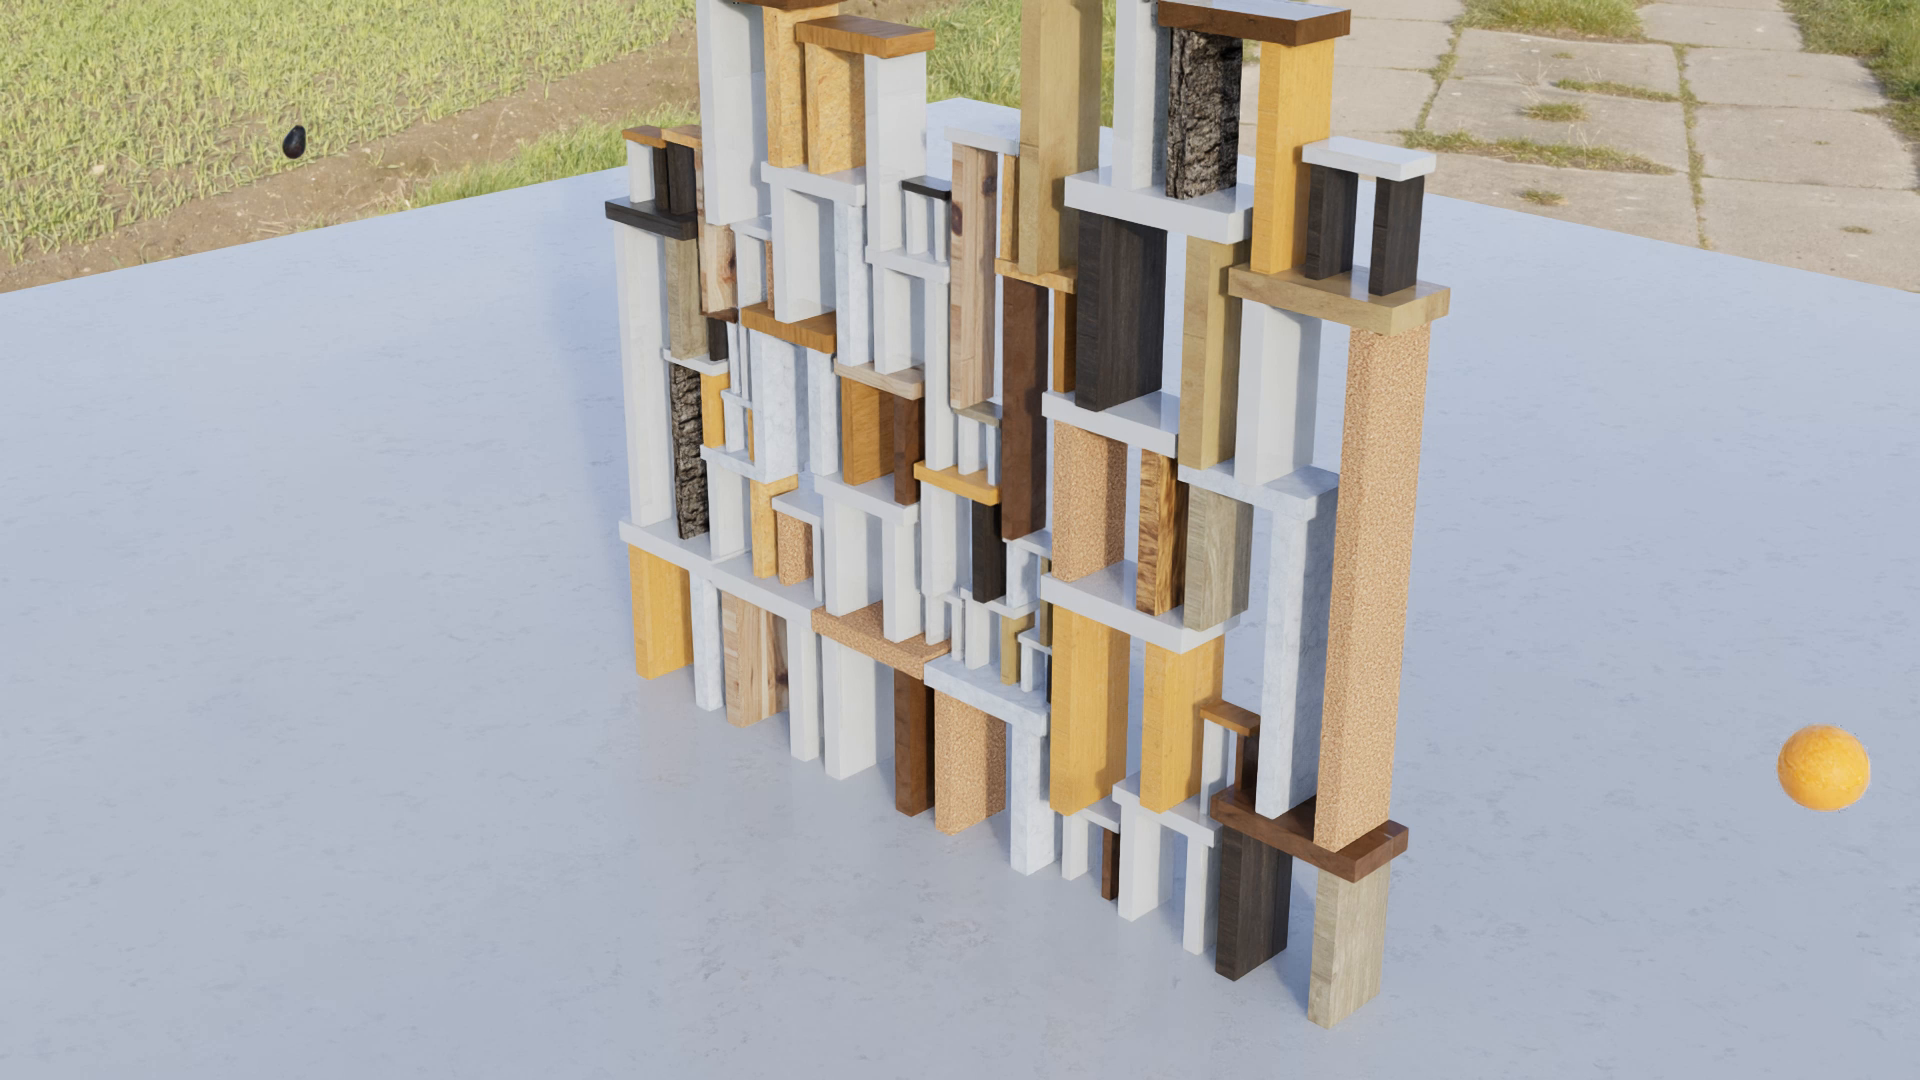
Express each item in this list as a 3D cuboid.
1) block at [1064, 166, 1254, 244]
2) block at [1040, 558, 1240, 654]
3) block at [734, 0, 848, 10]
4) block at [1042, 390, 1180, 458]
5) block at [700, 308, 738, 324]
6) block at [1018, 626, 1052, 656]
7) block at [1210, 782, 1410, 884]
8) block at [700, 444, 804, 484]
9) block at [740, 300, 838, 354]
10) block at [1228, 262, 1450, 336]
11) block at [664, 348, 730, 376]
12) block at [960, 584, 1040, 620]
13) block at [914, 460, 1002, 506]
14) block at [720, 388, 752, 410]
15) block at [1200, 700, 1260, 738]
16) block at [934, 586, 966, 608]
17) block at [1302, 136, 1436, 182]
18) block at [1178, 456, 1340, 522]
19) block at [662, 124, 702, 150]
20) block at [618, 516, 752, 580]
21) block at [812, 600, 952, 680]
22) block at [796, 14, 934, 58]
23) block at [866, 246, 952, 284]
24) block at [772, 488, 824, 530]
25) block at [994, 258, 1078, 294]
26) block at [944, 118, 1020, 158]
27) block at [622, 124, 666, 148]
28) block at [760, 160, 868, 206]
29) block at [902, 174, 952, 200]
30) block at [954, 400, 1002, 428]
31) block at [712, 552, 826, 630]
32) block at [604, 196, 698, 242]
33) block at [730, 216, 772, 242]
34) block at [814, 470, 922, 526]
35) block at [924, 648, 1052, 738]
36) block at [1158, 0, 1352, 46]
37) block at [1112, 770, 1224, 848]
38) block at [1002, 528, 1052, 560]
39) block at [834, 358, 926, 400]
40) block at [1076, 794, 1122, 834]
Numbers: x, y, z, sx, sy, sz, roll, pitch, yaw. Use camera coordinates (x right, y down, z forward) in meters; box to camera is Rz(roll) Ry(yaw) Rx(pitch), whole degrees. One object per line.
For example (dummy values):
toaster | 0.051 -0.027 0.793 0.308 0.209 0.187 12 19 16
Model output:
block | 0.357 -0.557 3.603 0.346 0.049 0.173 21 31 40
block | 0.320 0.107 3.923 0.328 0.046 0.164 21 31 40
block | -0.369 -1.053 4.176 0.149 0.042 0.299 -21 31 -41
block | 0.304 -0.218 3.806 0.301 0.043 0.150 21 31 40
block | -0.485 -0.469 4.547 0.097 0.014 0.049 18 29 36
block | 0.162 0.191 4.123 0.100 0.014 0.050 21 31 41
block | 0.598 0.486 3.779 0.305 0.043 0.153 21 31 41
block | -0.438 -0.173 4.633 0.106 0.030 0.212 -21 31 -41
block | -0.301 -0.430 4.370 0.261 0.037 0.131 21 31 41
block | 0.587 -0.387 3.416 0.154 0.044 0.308 -21 31 -40
block | -0.542 -0.384 4.644 0.082 0.023 0.164 -21 31 -41
block | 0.077 0.110 4.193 0.072 0.020 0.144 -21 31 -40
block | 0.020 -0.118 4.146 0.102 0.029 0.203 -21 31 -40
block | -0.439 -0.296 4.573 0.057 0.016 0.114 -21 31 -40
block | 0.479 0.310 3.839 0.054 0.015 0.109 -21 31 -40
block | -0.018 0.101 4.289 0.108 0.015 0.054 20 30 39
block | 0.616 -0.576 3.314 0.090 0.025 0.179 -21 31 -40
block | 0.504 -0.100 3.632 0.131 0.037 0.263 -21 31 -40
block | -0.531 -0.817 4.457 0.075 0.021 0.150 -19 29 -38
block | -0.590 -0.001 4.869 0.326 0.046 0.163 21 31 41
block | -0.134 0.186 4.443 0.320 0.045 0.160 21 31 41
block | -0.174 -0.922 4.022 0.242 0.034 0.121 21 31 41
block | -0.065 -0.520 4.074 0.105 0.030 0.211 -21 31 -40
block | -0.302 -0.065 4.528 0.166 0.023 0.083 21 31 41
block | 0.159 -0.470 3.840 0.185 0.026 0.092 21 31 40
block | 0.069 -0.706 3.849 0.093 0.026 0.186 -21 30 -40
block | -0.633 -0.836 4.556 0.066 0.019 0.131 -21 31 -41
block | -0.238 -0.691 4.190 0.136 0.039 0.273 -21 31 -40
block | -0.046 -0.641 4.001 0.059 0.017 0.117 -20 30 -39
block | 0.050 -0.237 4.071 0.116 0.016 0.058 21 31 40
block | -0.362 0.098 4.656 0.319 0.045 0.159 21 31 41
block | -0.609 -0.679 4.593 0.261 0.037 0.131 21 31 41
block | -0.386 -0.622 4.386 0.071 0.020 0.142 -20 30 -39
block | -0.154 -0.096 4.344 0.257 0.036 0.129 21 31 41
block | 0.095 0.283 4.238 0.312 0.044 0.156 21 31 41
block | 0.452 -0.806 3.389 0.135 0.038 0.269 -21 31 -40
block | 0.404 0.479 3.988 0.235 0.033 0.117 21 31 41
block | 0.147 0.002 4.068 0.129 0.018 0.064 21 31 41
block | -0.128 -0.322 4.227 0.110 0.031 0.221 -21 31 -40
block | 0.267 0.505 4.154 0.152 0.022 0.076 21 31 41
